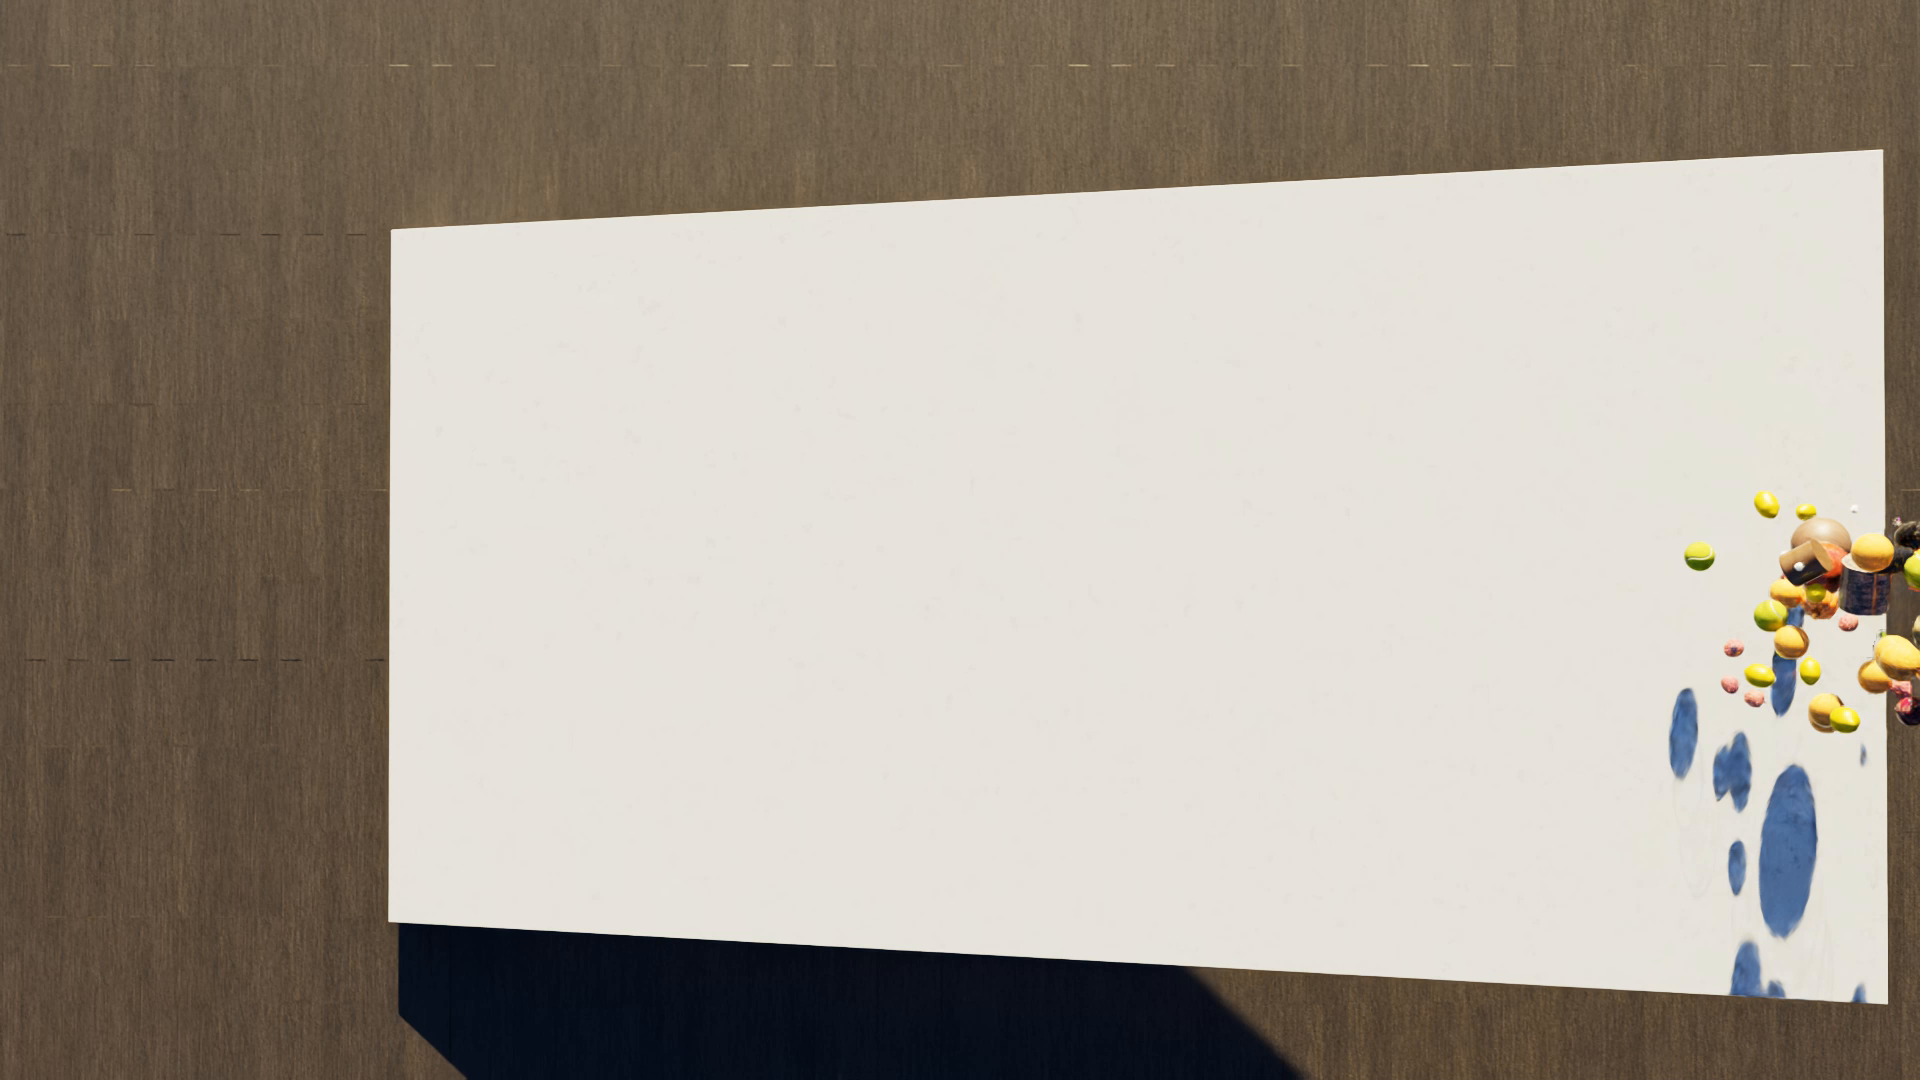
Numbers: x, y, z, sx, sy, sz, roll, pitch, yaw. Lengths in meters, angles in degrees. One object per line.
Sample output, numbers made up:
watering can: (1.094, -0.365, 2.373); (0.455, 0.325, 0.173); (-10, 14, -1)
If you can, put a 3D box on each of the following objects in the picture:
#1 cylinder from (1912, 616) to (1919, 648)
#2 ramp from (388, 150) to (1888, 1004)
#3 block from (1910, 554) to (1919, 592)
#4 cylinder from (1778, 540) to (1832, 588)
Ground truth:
cylinder: (2.102, 0.200, 4.704); (0.084, 0.084, 0.084); (-7, 104, -31)
ramp: (0.275, 0.093, 5.799); (4.000, 0.100, 2.000); (0, 89, 18)
block: (2.107, 0.072, 4.720); (0.085, 0.085, 0.085); (21, 79, 4)
cylinder: (1.711, 0.047, 4.449); (0.073, 0.073, 0.073); (-35, 89, 36)
